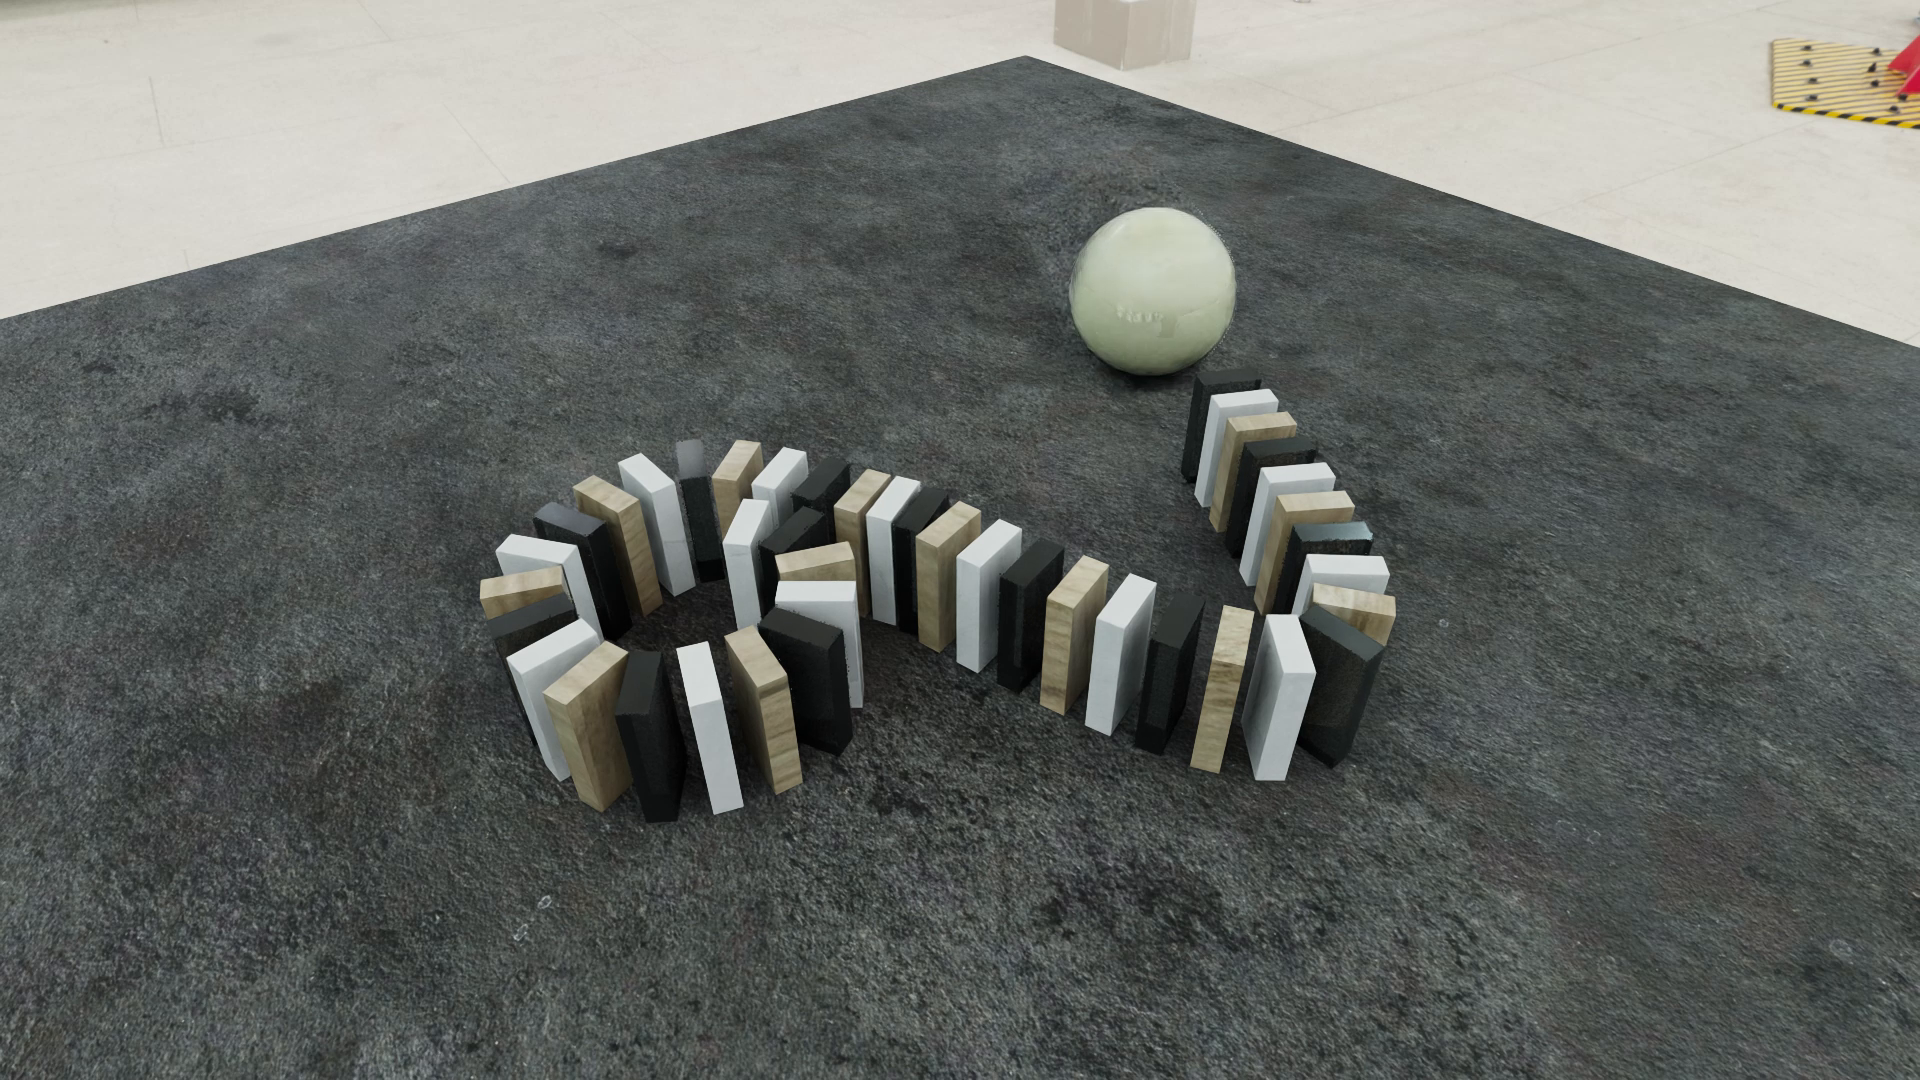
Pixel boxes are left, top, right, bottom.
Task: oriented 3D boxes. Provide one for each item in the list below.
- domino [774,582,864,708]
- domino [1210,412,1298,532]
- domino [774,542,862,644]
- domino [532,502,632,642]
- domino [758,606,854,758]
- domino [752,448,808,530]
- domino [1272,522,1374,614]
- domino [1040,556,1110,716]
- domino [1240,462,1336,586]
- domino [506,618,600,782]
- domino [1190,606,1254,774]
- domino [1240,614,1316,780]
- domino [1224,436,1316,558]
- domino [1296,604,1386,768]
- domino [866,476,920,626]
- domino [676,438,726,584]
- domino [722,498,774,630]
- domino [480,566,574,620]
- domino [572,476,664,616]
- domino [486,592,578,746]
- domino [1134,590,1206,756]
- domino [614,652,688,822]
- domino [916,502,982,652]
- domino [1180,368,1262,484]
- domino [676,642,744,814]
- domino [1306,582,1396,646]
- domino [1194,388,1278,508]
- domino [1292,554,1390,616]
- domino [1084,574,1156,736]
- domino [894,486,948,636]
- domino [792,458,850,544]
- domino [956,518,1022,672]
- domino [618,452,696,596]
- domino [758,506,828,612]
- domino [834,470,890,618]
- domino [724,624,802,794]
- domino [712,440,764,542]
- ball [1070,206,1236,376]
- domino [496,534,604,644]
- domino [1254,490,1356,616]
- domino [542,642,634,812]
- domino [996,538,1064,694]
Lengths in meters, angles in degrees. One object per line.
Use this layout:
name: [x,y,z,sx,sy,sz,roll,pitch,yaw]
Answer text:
domino: [-0.046,0.036,0.368,0.025,0.050,0.010,0,39,0]
domino: [0.118,-0.027,0.444,0.025,0.050,0.009,-7,40,-8]
domino: [-0.048,0.025,0.381,0.025,0.050,0.009,-11,41,-13]
domino: [-0.136,0.012,0.397,0.025,0.050,0.009,18,43,21]
domino: [-0.049,0.046,0.355,0.025,0.050,0.010,17,42,19]
domino: [-0.066,-0.007,0.420,0.010,0.050,0.025,13,41,16]
domino: [0.127,0.016,0.391,0.025,0.050,0.010,-2,39,-3]
domino: [0.038,0.033,0.372,0.009,0.050,0.025,22,44,25]
domino: [0.124,-0.005,0.418,0.025,0.050,0.010,-5,40,-6]
domino: [-0.124,0.051,0.349,0.025,0.050,0.009,-31,49,-32]
domino: [0.084,0.048,0.352,0.010,0.050,0.025,12,41,14]
domino: [0.100,0.051,0.350,0.010,0.050,0.025,0,39,0]
domino: [0.121,-0.016,0.431,0.025,0.050,0.010,-6,40,-8]
domino: [0.117,0.048,0.353,0.009,0.050,0.025,-28,47,-30]
domino: [-0.024,0.004,0.406,0.009,0.050,0.025,15,42,17]
domino: [-0.100,-0.011,0.425,0.010,0.050,0.025,-10,40,-12]
domino: [-0.074,0.013,0.396,0.010,0.050,0.025,5,40,6]
domino: [-0.142,0.033,0.371,0.025,0.050,0.010,-11,41,-13]
domino: [-0.126,0.003,0.408,0.025,0.050,0.009,25,46,28]
domino: [-0.134,0.043,0.359,0.025,0.050,0.009,-22,44,-25]
domino: [0.068,0.044,0.358,0.009,0.050,0.025,18,43,21]
domino: [-0.094,0.061,0.337,0.010,0.050,0.025,-2,39,-2]
domino: [-0.004,0.014,0.395,0.010,0.050,0.025,25,46,28]
domino: [0.111,-0.048,0.471,0.025,0.050,0.009,-7,40,-8]
domino: [-0.077,0.059,0.340,0.009,0.050,0.025,-13,41,-15]
domino: [0.125,0.038,0.365,0.025,0.050,0.009,10,40,12]
domino: [0.114,-0.038,0.457,0.025,0.050,0.009,-7,40,-9]
domino: [0.128,0.027,0.378,0.025,0.050,0.010,2,39,2]
domino: [0.053,0.038,0.365,0.010,0.050,0.025,21,44,24]
domino: [-0.013,0.008,0.401,0.009,0.050,0.025,15,42,18]
domino: [-0.051,-0.003,0.415,0.010,0.050,0.025,16,42,19]
domino: [0.010,0.020,0.387,0.010,0.050,0.025,25,45,27]
domino: [-0.115,-0.005,0.418,0.010,0.050,0.025,-29,47,-31]
domino: [-0.057,0.016,0.392,0.010,0.050,0.025,20,44,23]
domino: [-0.035,0.002,0.410,0.010,0.050,0.025,17,42,19]
domino: [-0.061,0.054,0.346,0.010,0.050,0.025,-22,44,-24]
domino: [-0.083,-0.010,0.424,0.009,0.050,0.025,8,40,10]
ball: [0.093,-0.120,0.534,0.080,0.080,0.080,0,39,0]
domino: [-0.142,0.022,0.384,0.025,0.050,0.009,9,40,11]
domino: [0.126,0.006,0.405,0.025,0.050,0.009,-4,40,-5]
domino: [-0.110,0.058,0.340,0.010,0.050,0.025,21,44,24]
domino: [0.024,0.027,0.379,0.009,0.050,0.025,24,45,26]
